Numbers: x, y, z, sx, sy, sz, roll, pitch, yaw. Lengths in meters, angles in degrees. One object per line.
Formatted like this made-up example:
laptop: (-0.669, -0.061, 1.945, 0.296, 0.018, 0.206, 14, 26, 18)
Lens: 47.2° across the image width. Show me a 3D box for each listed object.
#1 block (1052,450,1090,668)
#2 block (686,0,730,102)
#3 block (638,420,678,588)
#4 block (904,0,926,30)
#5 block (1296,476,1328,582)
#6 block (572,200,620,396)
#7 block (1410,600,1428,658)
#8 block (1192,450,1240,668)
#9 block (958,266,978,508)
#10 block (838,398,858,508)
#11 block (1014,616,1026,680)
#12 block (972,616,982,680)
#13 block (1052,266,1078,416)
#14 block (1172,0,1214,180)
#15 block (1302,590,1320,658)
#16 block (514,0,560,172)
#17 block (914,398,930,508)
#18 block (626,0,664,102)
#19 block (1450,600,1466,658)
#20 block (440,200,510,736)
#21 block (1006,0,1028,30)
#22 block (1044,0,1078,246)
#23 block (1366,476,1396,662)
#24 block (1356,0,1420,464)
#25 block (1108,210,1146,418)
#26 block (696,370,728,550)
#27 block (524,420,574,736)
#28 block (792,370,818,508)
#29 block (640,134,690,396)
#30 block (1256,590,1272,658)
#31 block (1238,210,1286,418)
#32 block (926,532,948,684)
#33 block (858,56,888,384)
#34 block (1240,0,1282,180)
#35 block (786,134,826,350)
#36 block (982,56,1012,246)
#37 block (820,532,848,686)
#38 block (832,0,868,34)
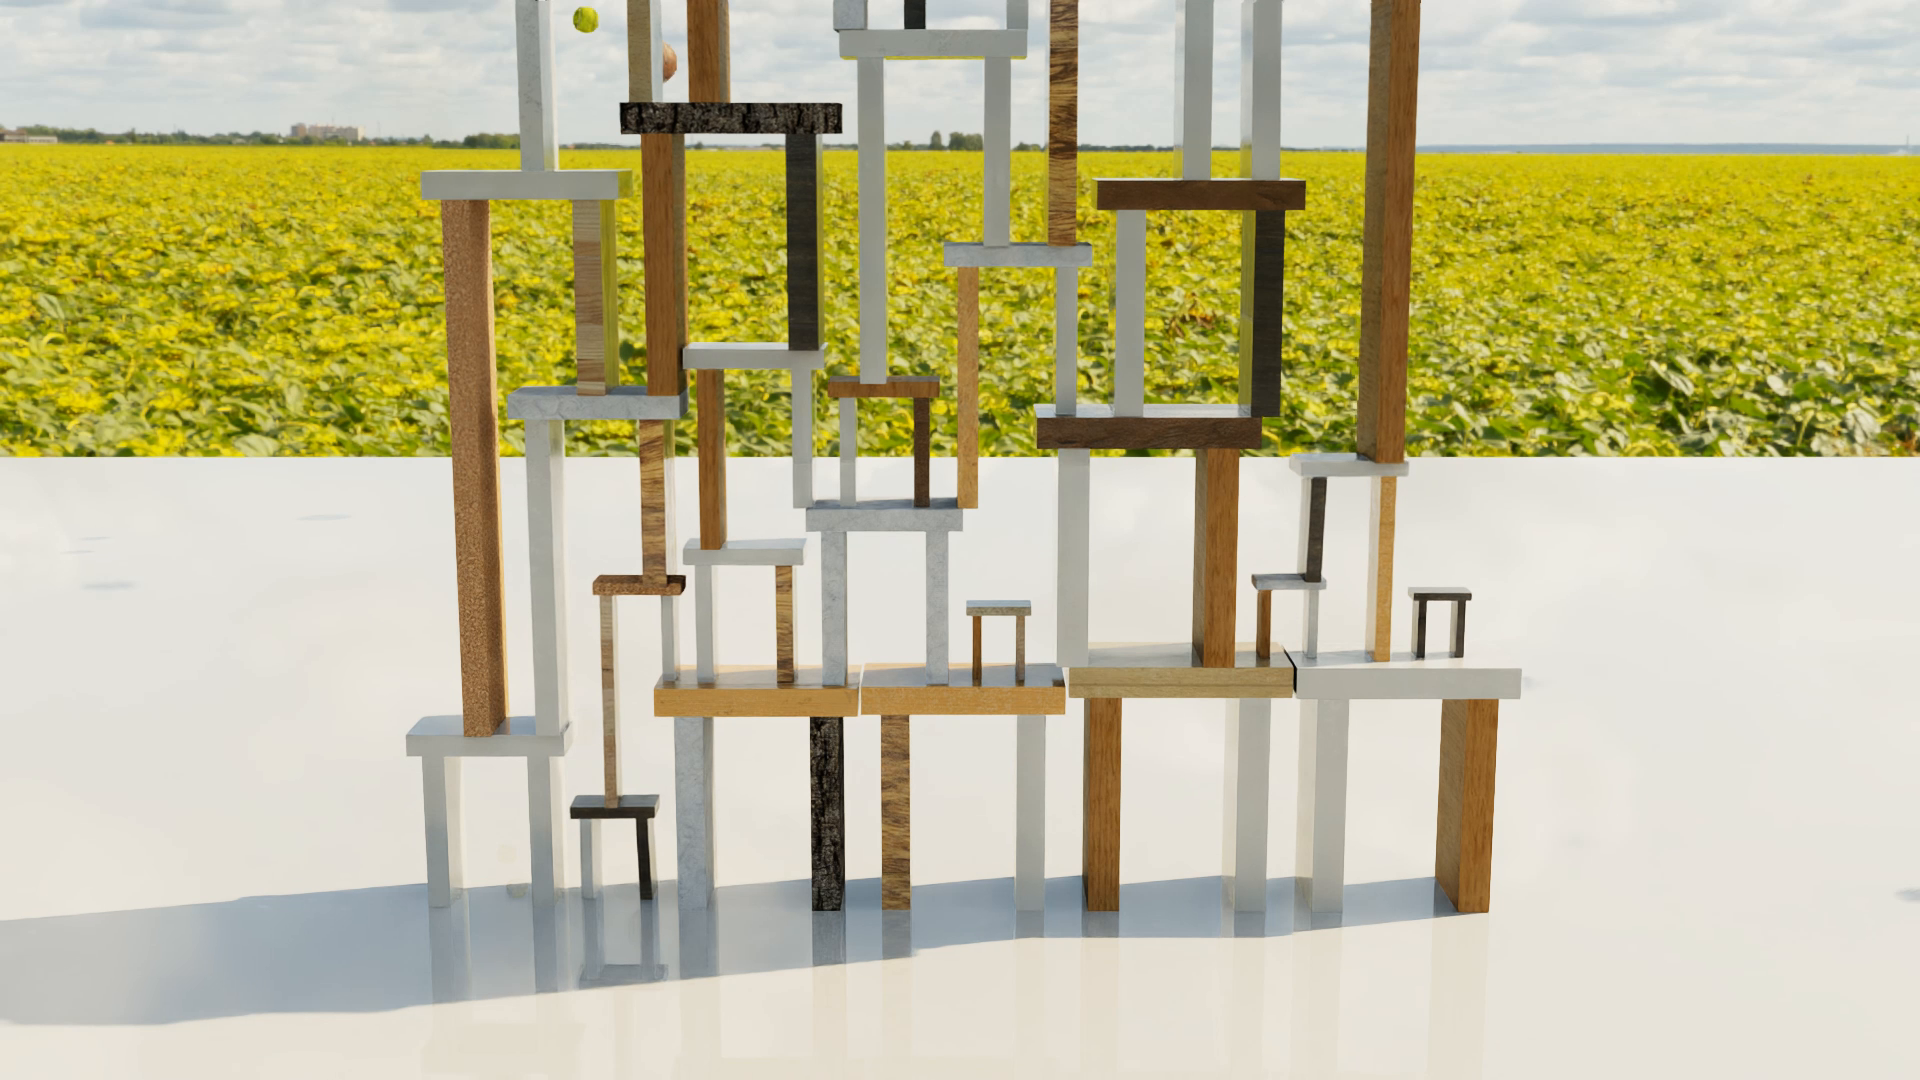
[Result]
block: (0.179, 0.015, 3.564, 0.050, 0.352, 0.176, 0, 11, 0)
block: (-0.390, -0.899, 3.391, 0.047, 0.442, 0.166, 0, 11, 0)
block: (-0.486, -0.068, 3.542, 0.038, 0.270, 0.135, 0, 10, 0)
block: (-0.070, -0.905, 3.394, 0.033, 0.235, 0.117, 0, 11, 0)
block: (0.568, -0.025, 3.554, 0.025, 0.174, 0.087, 1, 11, -2)
block: (-0.576, -0.388, 3.485, 0.043, 0.303, 0.152, 0, 10, 0)
block: (0.749, 0.141, 3.590, 0.013, 0.095, 0.047, 0, 11, 0)
block: (0.413, 0.015, 3.564, 0.050, 0.352, 0.176, 0, 11, 0)
block: (0.012, -0.248, 3.516, 0.033, 0.382, 0.116, 0, 11, 0)
block: (-0.179, -0.146, 3.533, 0.025, 0.176, 0.088, 0, 11, 0)
block: (0.098, 0.170, 3.591, 0.015, 0.105, 0.053, 0, 11, 0)
block: (0.028, 0.170, 3.591, 0.015, 0.105, 0.053, 0, 11, 0)
block: (0.167, -0.321, 3.501, 0.033, 0.232, 0.116, 0, 11, 0)
block: (0.363, -0.717, 3.426, 0.043, 0.306, 0.153, 0, 11, 0)
block: (0.572, 0.131, 3.588, 0.016, 0.113, 0.057, 0, 11, 0)
block: (-0.659, -0.754, 3.422, 0.035, 0.354, 0.125, 0, 10, 0)
block: (-0.061, -0.147, 3.534, 0.025, 0.176, 0.088, 0, 11, 0)
block: (-0.490, -0.806, 3.415, 0.035, 0.250, 0.125, 0, 11, 0)
block: (0.812, 0.141, 3.590, 0.013, 0.095, 0.047, 0, 11, 0)
block: (-0.778, -0.117, 3.537, 0.043, 0.855, 0.152, 0, 11, 0)
block: (0.087, -0.905, 3.393, 0.033, 0.235, 0.117, 0, 11, 0)
block: (0.157, -0.668, 3.436, 0.043, 0.407, 0.153, 0, 11, -1)
block: (0.681, 0.040, 3.561, 0.025, 0.303, 0.087, 0, 11, 0)
block: (0.673, -0.502, 3.461, 0.044, 0.748, 0.154, 0, 10, -1)
block: (0.264, -0.364, 3.491, 0.045, 0.320, 0.160, 0, 11, 0)
block: (-0.399, -0.137, 3.538, 0.031, 0.289, 0.111, 0, 11, 0)
block: (-0.666, 0.051, 3.567, 0.038, 0.514, 0.135, 0, 11, 0)
block: (-0.250, -0.170, 3.532, 0.031, 0.222, 0.111, 0, 11, 0)
block: (-0.465, -0.438, 3.482, 0.047, 0.403, 0.166, 0, 10, 0)
block: (0.496, 0.131, 3.588, 0.016, 0.113, 0.057, 0, 11, 1)
block: (0.478, -0.364, 3.491, 0.045, 0.320, 0.160, 0, 11, 0)
block: (-0.037, 0.098, 3.577, 0.035, 0.250, 0.125, 0, 11, 0)
block: (-0.136, -0.503, 3.462, 0.041, 0.500, 0.143, 0, 11, 0)
block: (0.468, -0.718, 3.424, 0.044, 0.309, 0.154, -1, 11, 1)
block: (-0.244, -0.473, 3.476, 0.047, 0.332, 0.166, 0, 11, 0)
block: (0.057, -0.608, 3.443, 0.041, 0.286, 0.143, 0, 10, -1)
block: (-0.203, 0.099, 3.577, 0.035, 0.252, 0.125, 0, 11, 0)
block: (-0.169, -0.953, 3.383, 0.047, 0.333, 0.166, 0, 11, 0)
